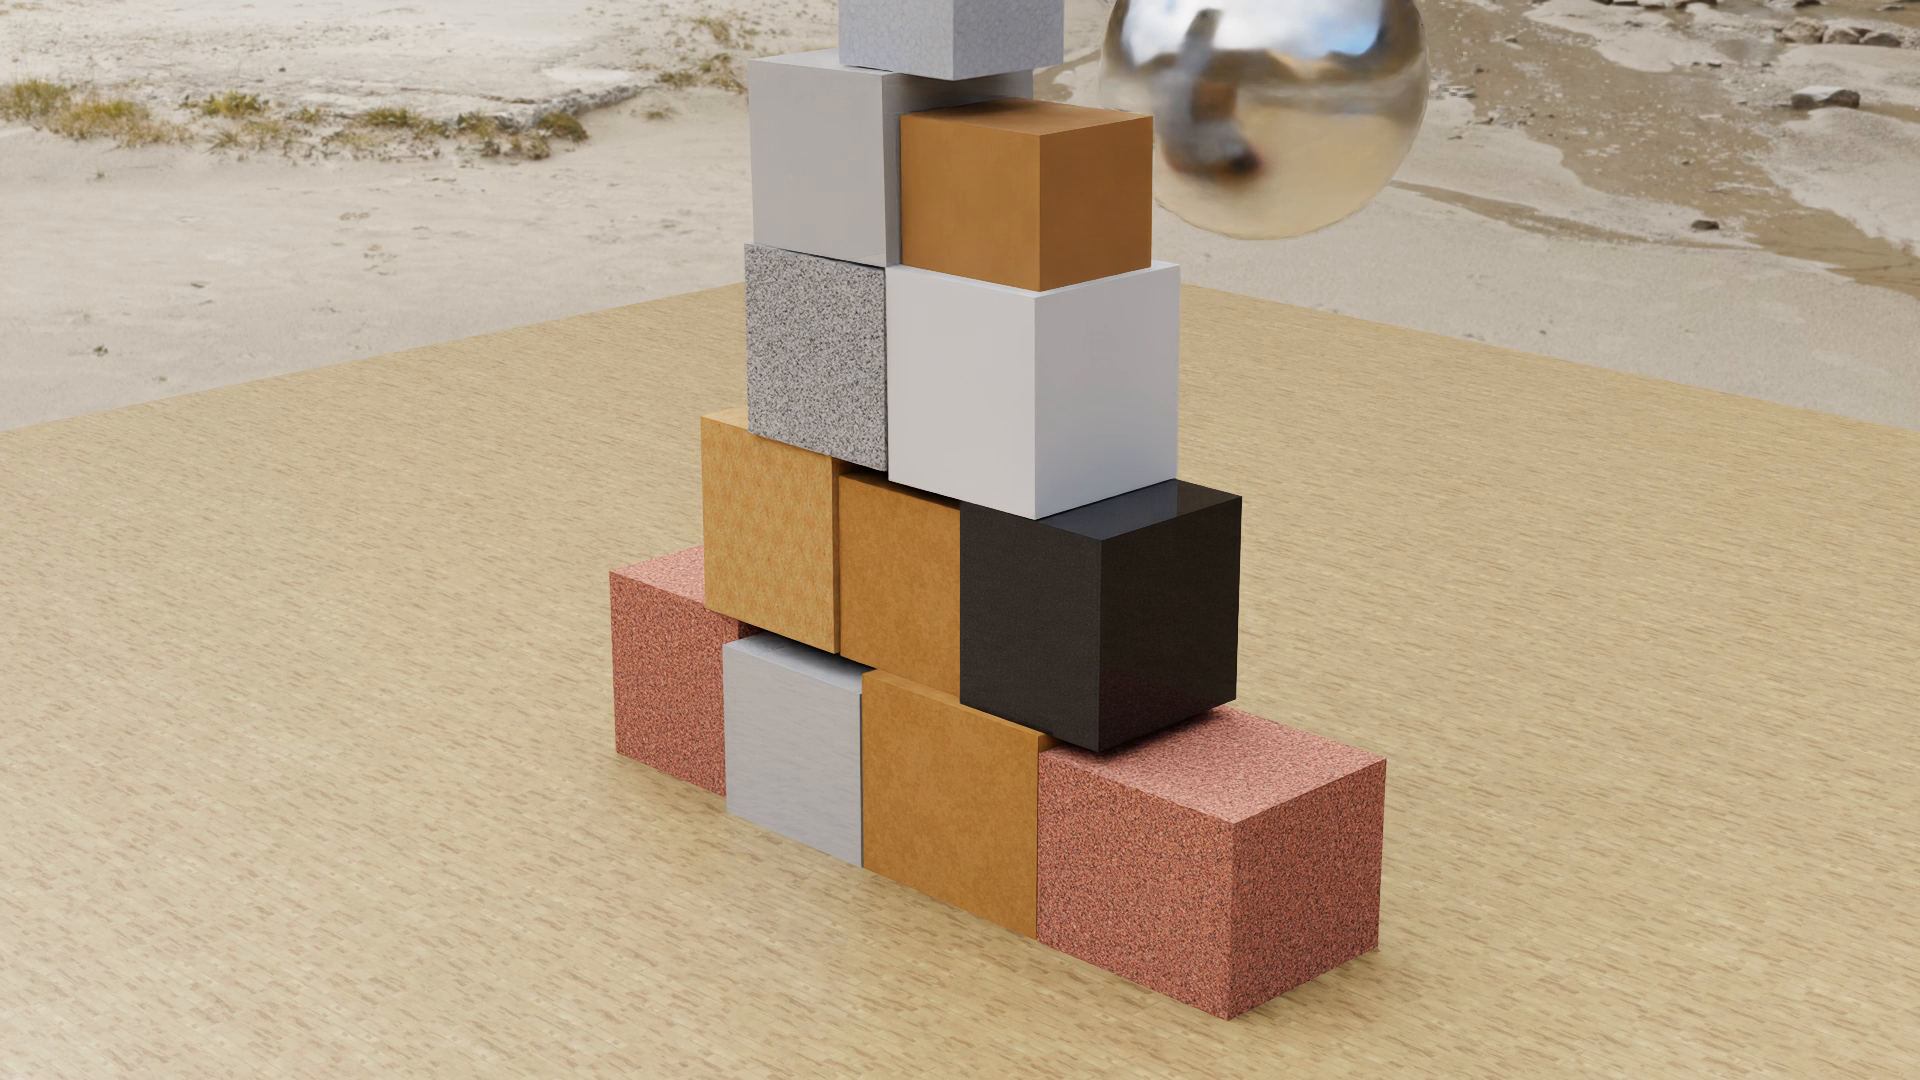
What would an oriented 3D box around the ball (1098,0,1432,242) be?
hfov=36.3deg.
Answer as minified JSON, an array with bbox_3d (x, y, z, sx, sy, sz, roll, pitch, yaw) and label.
[{"bbox_3d":[1.467,-2.247,14.173,1.600,1.600,1.600,0,17,0],"label":"ball"}]

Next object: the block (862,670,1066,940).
[{"bbox_3d":[0.308,1.067,13.362,1.027,0.952,1.096,-17,24,-42],"label":"block"}]

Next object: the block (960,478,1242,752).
[{"bbox_3d":[0.609,0.265,12.768,0.901,0.935,0.823,-17,24,-42],"label":"block"}]

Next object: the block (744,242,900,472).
[{"bbox_3d":[-0.316,-0.922,13.387,0.910,0.887,0.953,17,24,42],"label":"block"}]

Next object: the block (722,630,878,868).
[{"bbox_3d":[-0.432,0.897,14.064,1.018,0.854,0.950,-17,24,-42],"label":"block"}]

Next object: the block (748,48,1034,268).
[{"bbox_3d":[-0.303,-1.749,13.121,0.926,0.826,0.865,-17,23,-42],"label":"block"}]

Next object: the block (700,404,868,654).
[{"bbox_3d":[-0.596,-0.122,13.908,0.909,0.954,0.857,17,24,42],"label":"block"}]

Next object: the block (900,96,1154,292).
[{"bbox_3d":[0.284,-1.492,12.546,0.819,0.650,0.697,16,23,43],"label":"block"}]

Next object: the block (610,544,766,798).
[{"bbox_3d":[-1.109,0.632,14.717,0.832,0.970,0.981,-17,24,-42],"label":"block"}]

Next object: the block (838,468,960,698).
[{"bbox_3d":[0.037,0.119,13.354,0.838,0.862,0.819,-17,24,-42],"label":"block"}]

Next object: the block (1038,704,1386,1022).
[{"bbox_3d":[1.075,1.338,12.623,1.011,0.878,1.080,-17,24,-42],"label":"block"}]

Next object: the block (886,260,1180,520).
[{"bbox_3d":[0.319,-0.725,12.774,0.886,0.951,0.913,16,23,43],"label":"block"}]

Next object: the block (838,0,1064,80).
[{"bbox_3d":[-0.038,-2.374,12.614,0.699,0.649,0.675,17,24,42],"label":"block"}]
